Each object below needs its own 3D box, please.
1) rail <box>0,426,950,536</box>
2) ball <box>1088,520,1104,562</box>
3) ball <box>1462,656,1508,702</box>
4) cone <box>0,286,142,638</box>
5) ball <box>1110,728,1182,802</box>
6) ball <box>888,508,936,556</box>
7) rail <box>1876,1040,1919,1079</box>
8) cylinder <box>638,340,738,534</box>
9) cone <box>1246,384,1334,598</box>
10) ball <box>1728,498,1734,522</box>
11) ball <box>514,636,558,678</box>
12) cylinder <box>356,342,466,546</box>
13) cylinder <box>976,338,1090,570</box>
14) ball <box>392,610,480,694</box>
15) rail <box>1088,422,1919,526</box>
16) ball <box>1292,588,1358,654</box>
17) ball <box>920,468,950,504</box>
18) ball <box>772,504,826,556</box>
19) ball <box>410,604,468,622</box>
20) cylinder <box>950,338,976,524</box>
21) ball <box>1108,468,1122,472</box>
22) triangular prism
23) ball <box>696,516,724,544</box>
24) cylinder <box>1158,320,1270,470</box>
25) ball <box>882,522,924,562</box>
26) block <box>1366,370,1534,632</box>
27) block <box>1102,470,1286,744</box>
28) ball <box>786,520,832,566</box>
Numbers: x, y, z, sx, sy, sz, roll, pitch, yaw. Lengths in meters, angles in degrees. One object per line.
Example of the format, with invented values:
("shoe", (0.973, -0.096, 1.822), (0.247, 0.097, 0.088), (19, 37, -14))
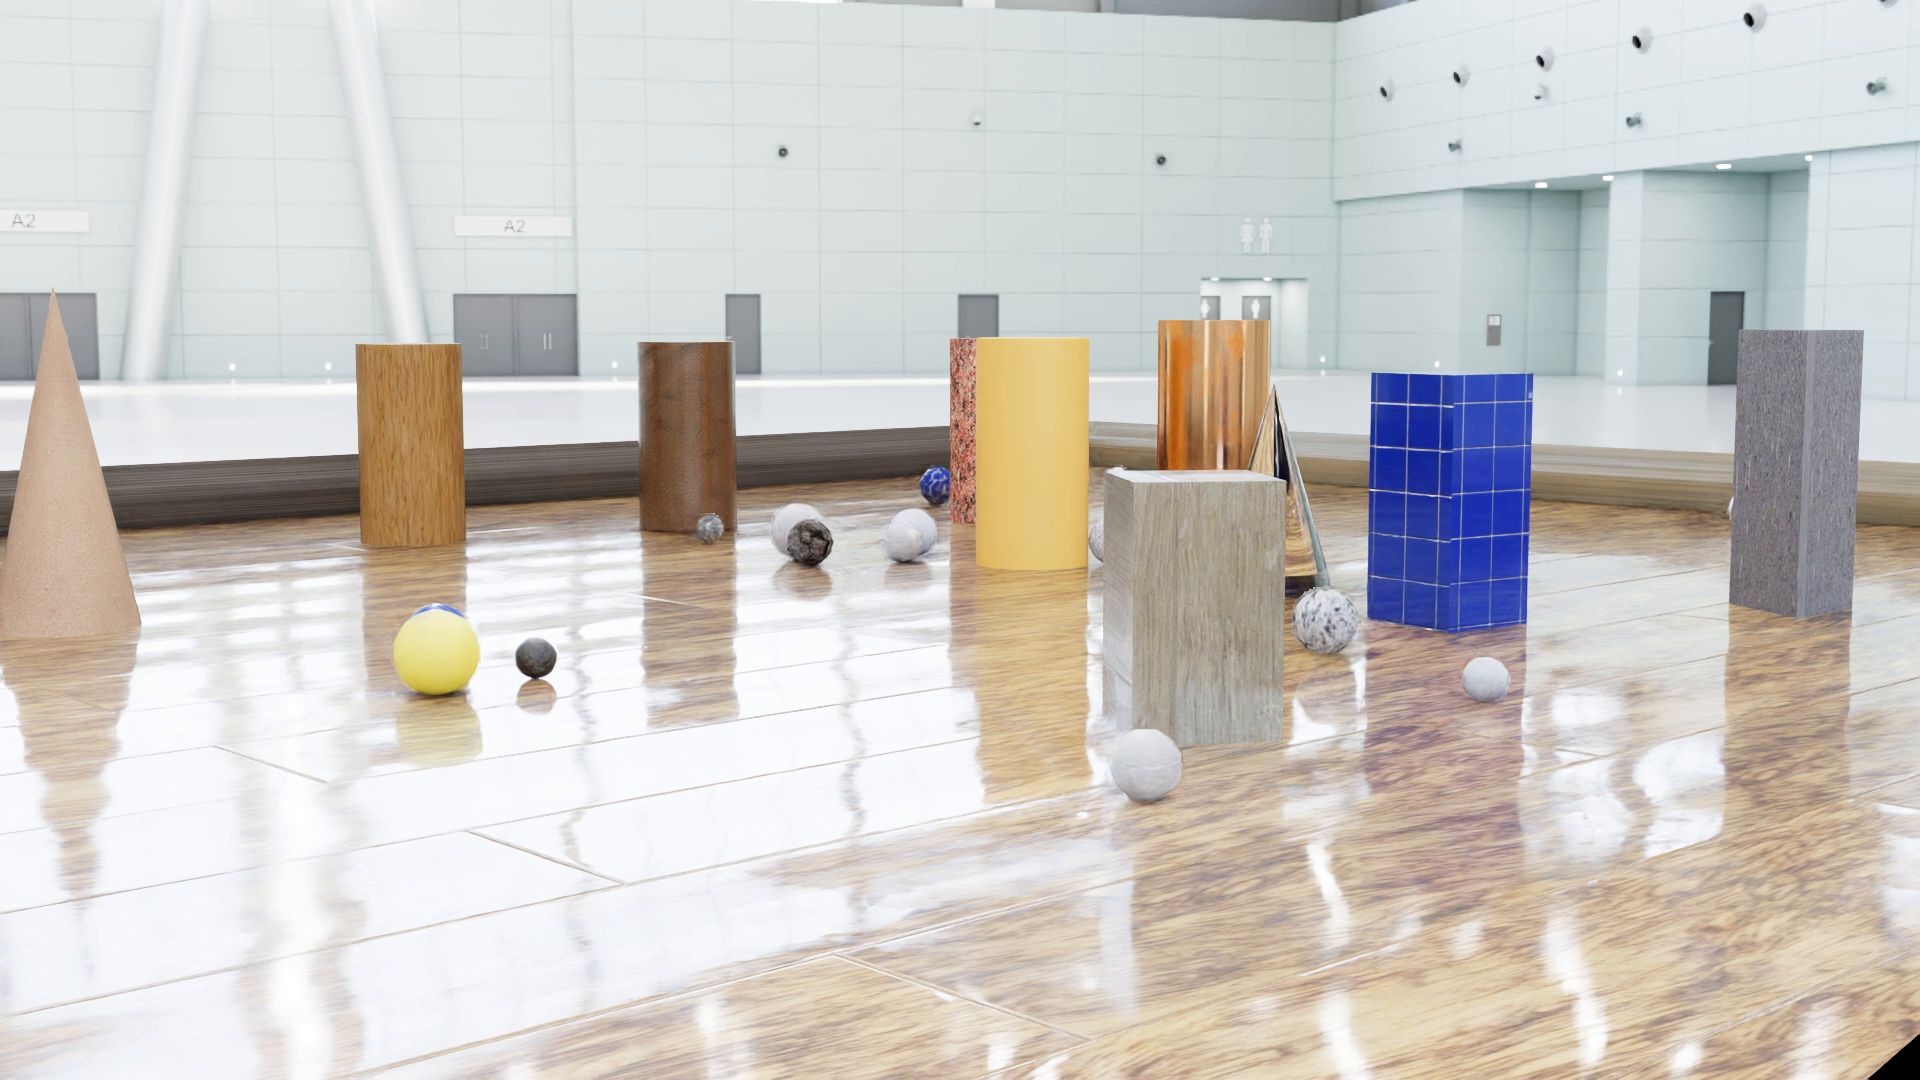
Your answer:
("rail", (-1.359, -0.119, 4.796), (4.598, 0.129, 0.045), (-5, 8, -42))
("ball", (0.267, 0.002, 3.872), (0.083, 0.083, 0.083), (0, 6, 0))
("ball", (0.599, 0.159, 2.509), (0.052, 0.052, 0.052), (0, 6, 0))
("cone", (-1.261, -0.115, 3.082), (0.199, 0.480, 0.199), (0, 6, 0))
("ball", (0.169, 0.205, 2.003), (0.066, 0.066, 0.066), (0, 6, 0))
("ball", (-0.087, -0.013, 3.986), (0.088, 0.088, 0.088), (0, 6, 0))
("rail", (1.359, 0.186, 1.867), (4.598, 0.129, 0.045), (-5, 8, -42))
("cylinder", (-0.557, -0.214, 4.496), (0.199, 0.383, 0.199), (0, 6, 0))
("cone", (0.497, -0.085, 3.499), (0.199, 0.333, 0.199), (0, 6, 0))
("ball", (1.613, -0.059, 4.509), (0.072, 0.072, 0.072), (0, 6, 0))
("ball", (-0.515, 0.143, 2.669), (0.051, 0.051, 0.051), (0, 6, 0))
("cylinder", (-1.063, -0.189, 4.257), (0.199, 0.382, 0.199), (0, 6, 0))
("cylinder", (0.127, -0.156, 3.870), (0.199, 0.397, 0.199), (0, 6, 0))
("ball", (-0.609, 0.131, 2.558), (0.099, 0.099, 0.099), (0, 6, 0))
("rail", (1.672, -0.126, 4.866), (0.045, 0.129, 4.055), (-5, 8, -42))
("ball", (0.475, 0.106, 2.861), (0.085, 0.085, 0.085), (0, 6, 0))
("ball", (-0.050, -0.125, 5.074), (0.086, 0.086, 0.086), (0, 6, 0))
("ball", (-0.291, -0.017, 3.972), (0.099, 0.099, 0.099), (0, 6, 0))
("ball", (-0.653, 0.120, 2.750), (0.081, 0.081, 0.081), (0, 6, 0))
("cylinder", (0.078, -0.235, 4.685), (0.199, 0.386, 0.199), (0, 6, 0))
("ball", (0.386, -0.146, 5.393), (0.062, 0.062, 0.062), (0, 6, 0))
("triangular prism", (1.229, -0.105, 3.287), (0.149, 0.416, 0.172), (6, 8, 45))
("ball", (-0.480, -0.020, 4.225), (0.053, 0.053, 0.053), (0, 6, 0))
("cylinder", (0.453, -0.179, 3.937), (0.199, 0.428, 0.199), (0, 6, 0))
("ball", (-0.101, 0.004, 3.901), (0.073, 0.073, 0.073), (0, 6, 0))
("block", (0.699, -0.060, 3.144), (0.159, 0.357, 0.159), (-4, 7, -34))
("block", (0.245, 0.067, 2.333), (0.159, 0.271, 0.159), (-1, 6, -7))
("ball", (-0.264, 0.004, 3.856), (0.081, 0.081, 0.081), (0, 6, 0))
